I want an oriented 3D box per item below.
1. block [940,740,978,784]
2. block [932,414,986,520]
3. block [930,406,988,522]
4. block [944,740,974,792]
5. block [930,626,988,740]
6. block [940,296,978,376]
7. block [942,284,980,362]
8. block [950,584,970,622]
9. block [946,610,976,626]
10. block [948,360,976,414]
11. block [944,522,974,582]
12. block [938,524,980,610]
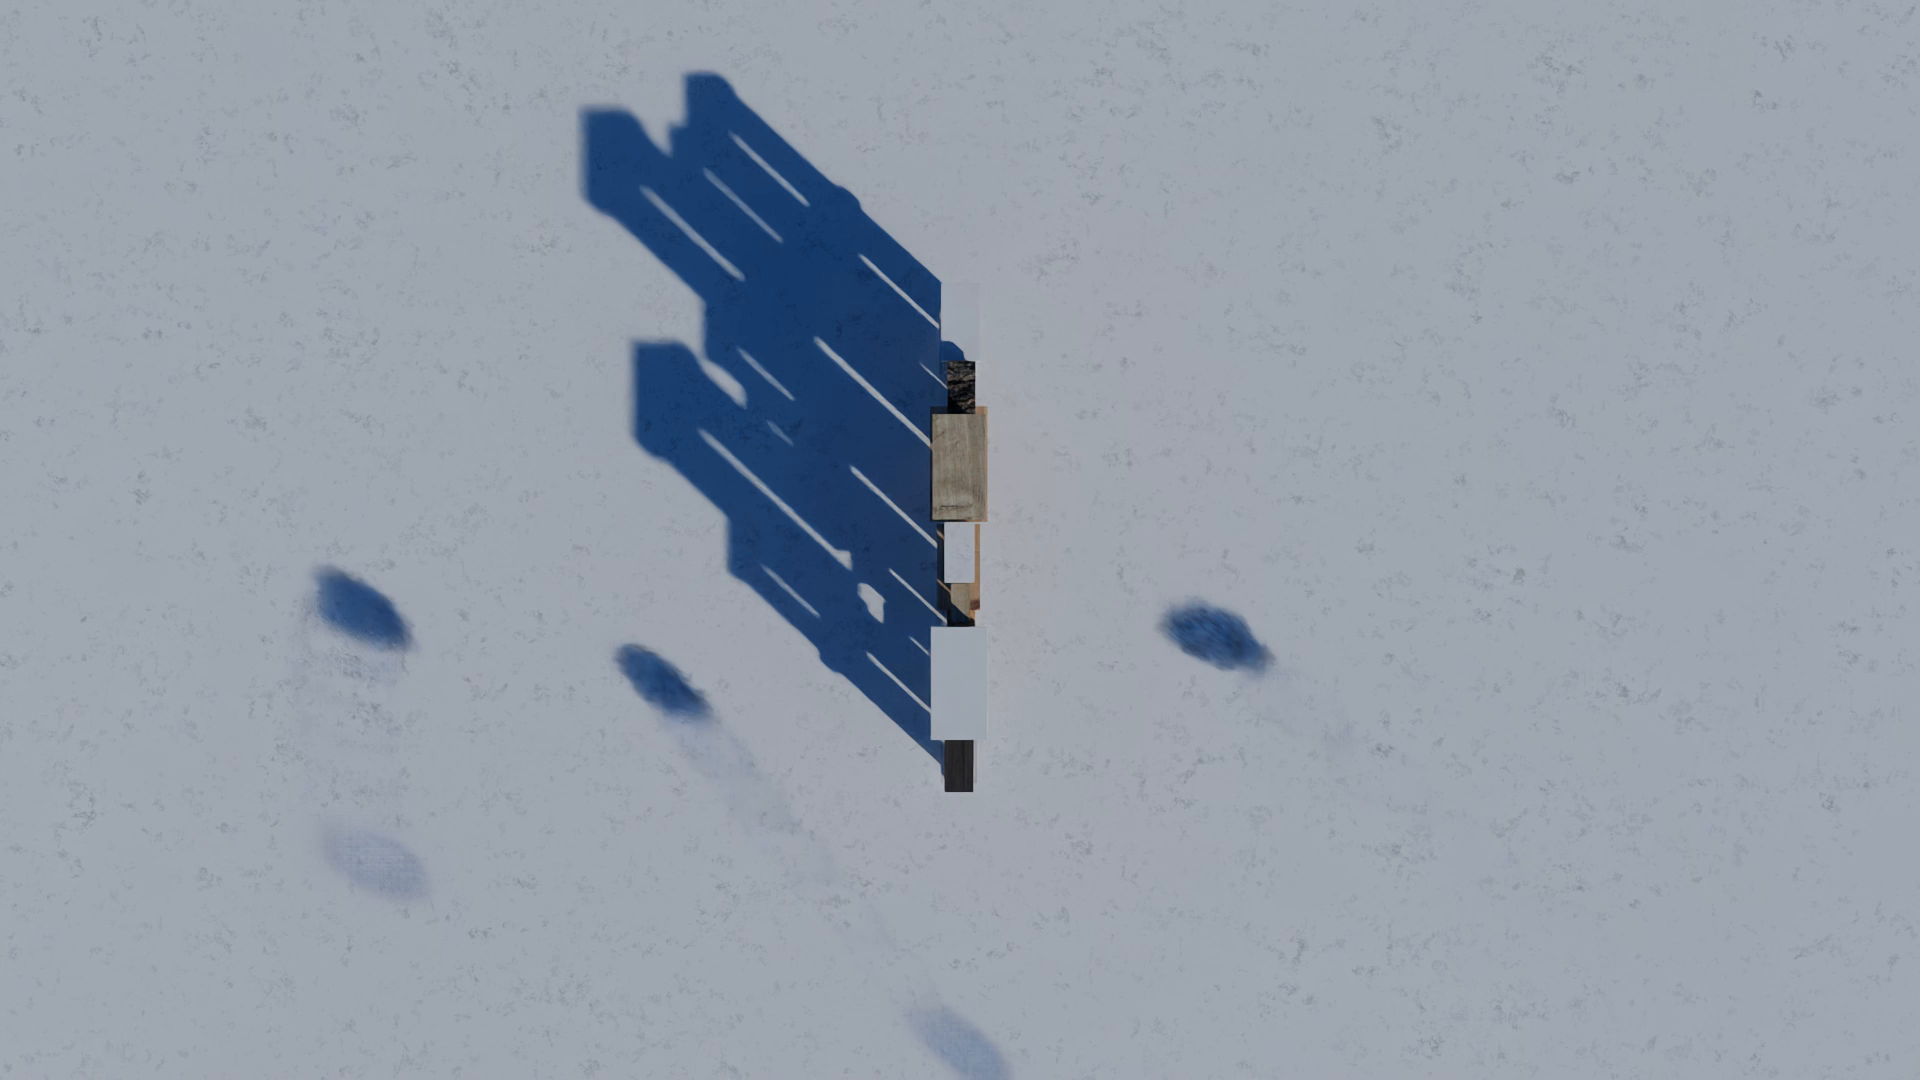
[{"bbox_3d":[-0.003,0.658,5.253,0.115,0.033,0.230,0,90,0],"label":"block"},{"bbox_3d":[-0.003,-0.211,4.768,0.151,0.043,0.302,0,90,0],"label":"block"},{"bbox_3d":[-0.004,-0.234,5.117,0.179,0.051,0.357,0,90,0],"label":"block"},{"bbox_3d":[-0.003,0.682,5.047,0.089,0.025,0.177,0,90,0],"label":"block"},{"bbox_3d":[-0.003,0.422,4.881,0.166,0.047,0.332,0,90,0],"label":"block"},{"bbox_3d":[-0.003,-0.649,5.233,0.125,0.035,0.249,0,90,0],"label":"block"},{"bbox_3d":[0.002,-0.654,4.966,0.117,0.033,0.233,0,90,0],"label":"block"},{"bbox_3d":[0.002,0.192,5.064,0.059,0.017,0.118,0,90,0],"label":"block"},{"bbox_3d":[0.003,0.316,5.305,0.091,0.026,0.182,0,90,0],"label":"block"},{"bbox_3d":[0.004,-0.450,4.915,0.083,0.023,0.166,0,90,0],"label":"block"},{"bbox_3d":[-0.002,0.037,4.995,0.091,0.026,0.183,0,90,0],"label":"block"},{"bbox_3d":[-0.004,0.085,5.210,0.135,0.038,0.271,0,90,0],"label":"block"}]
